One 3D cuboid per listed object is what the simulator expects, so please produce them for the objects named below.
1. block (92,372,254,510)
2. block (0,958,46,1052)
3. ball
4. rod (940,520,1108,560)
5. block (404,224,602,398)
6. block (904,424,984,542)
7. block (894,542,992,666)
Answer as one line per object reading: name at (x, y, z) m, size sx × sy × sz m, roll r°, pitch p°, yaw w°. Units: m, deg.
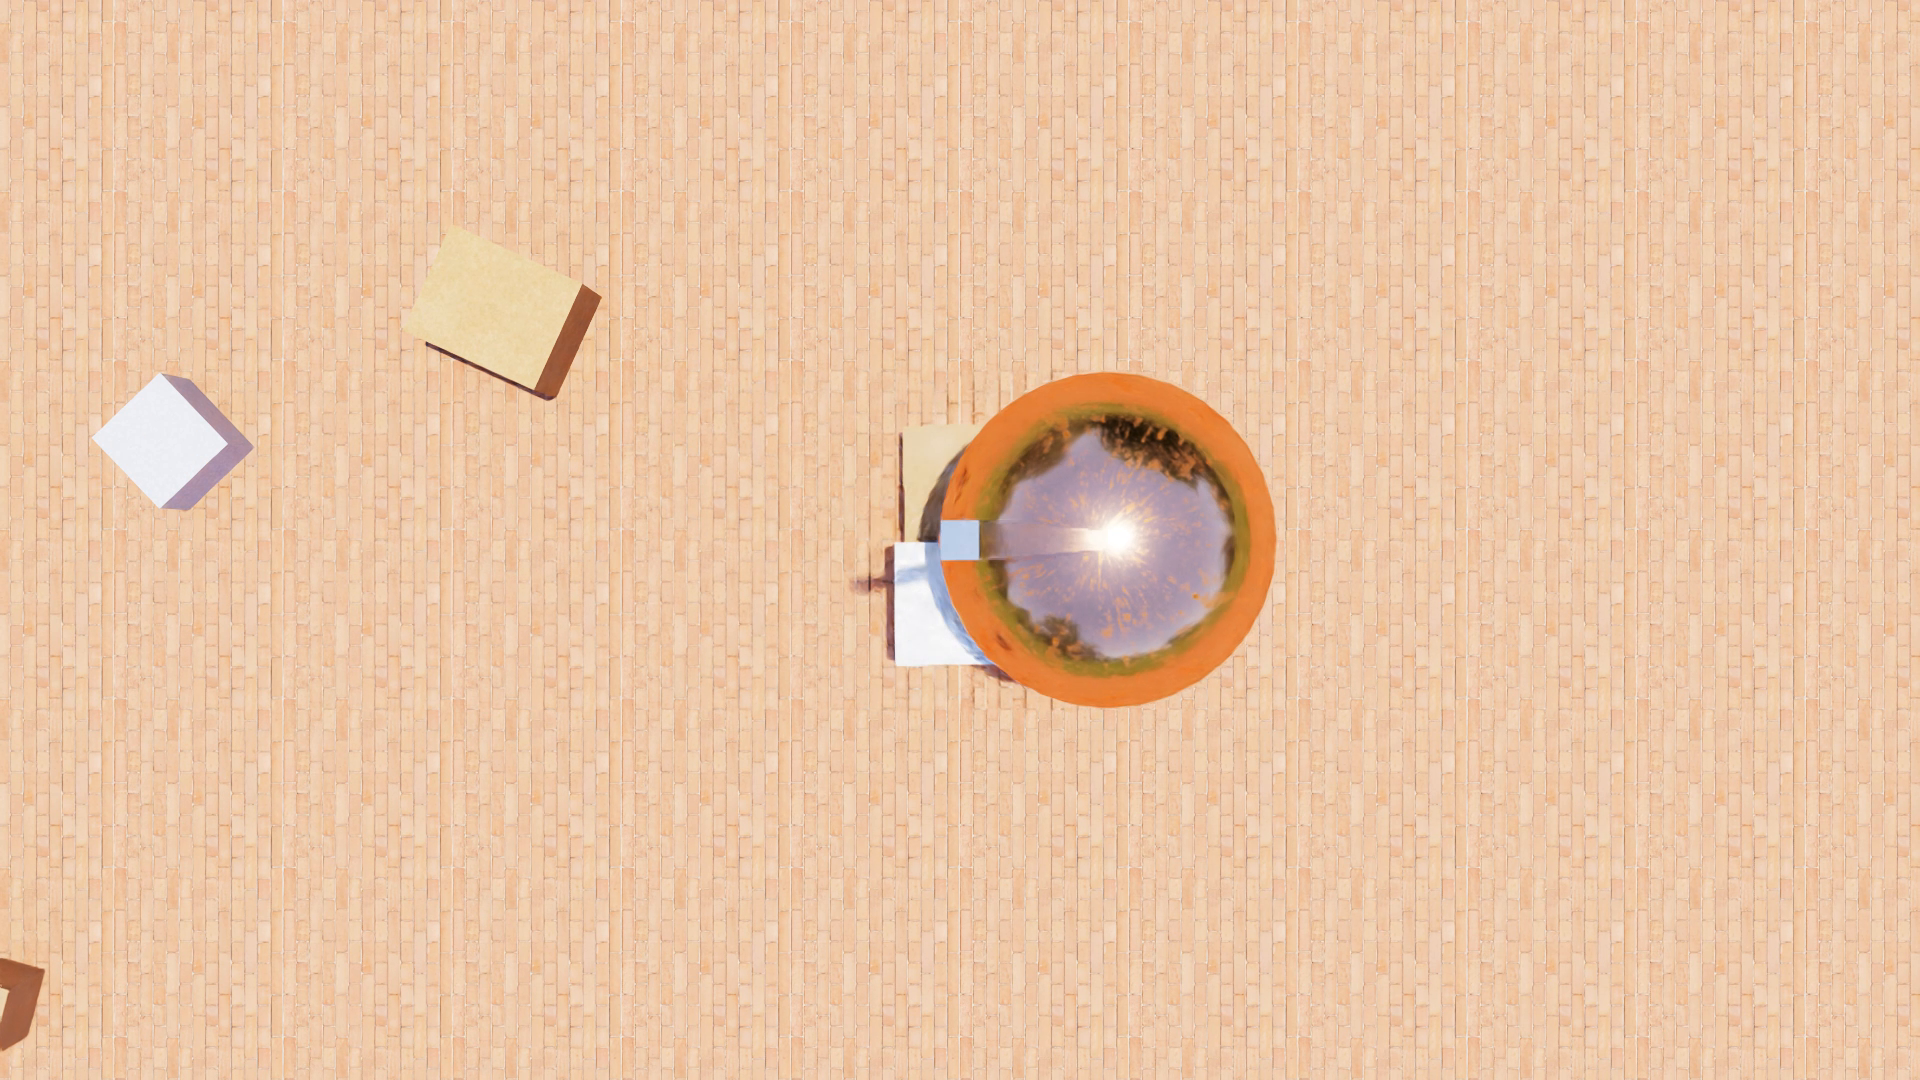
block at (-4.554, -0.565, 12.756) m, size 0.535 × 0.488 × 0.559 m, roll -44°, pitch 90°, yaw 0°
block at (-5.688, 2.680, 12.747) m, size 0.480 × 0.487 × 0.410 m, roll 16°, pitch 93°, yaw 0°
ball at (0.698, 0.000, 10.445) m, size 1.600 × 1.600 × 1.600 m, roll 0°, pitch 90°, yaw 0°
rod at (0.303, 0.000, 7.068) m, size 0.080 × 5.200 × 0.080 m, roll 0°, pitch 90°, yaw 7°
block at (-2.617, -1.305, 12.655) m, size 0.806 × 0.690 × 0.655 m, roll 24°, pitch 90°, yaw 0°
block at (0.002, -0.312, 12.715) m, size 0.641 × 0.570 × 0.674 m, roll -1°, pitch 90°, yaw 0°
block at (-0.023, 0.335, 12.007) m, size 0.644 × 0.686 × 0.658 m, roll -1°, pitch 90°, yaw 0°
